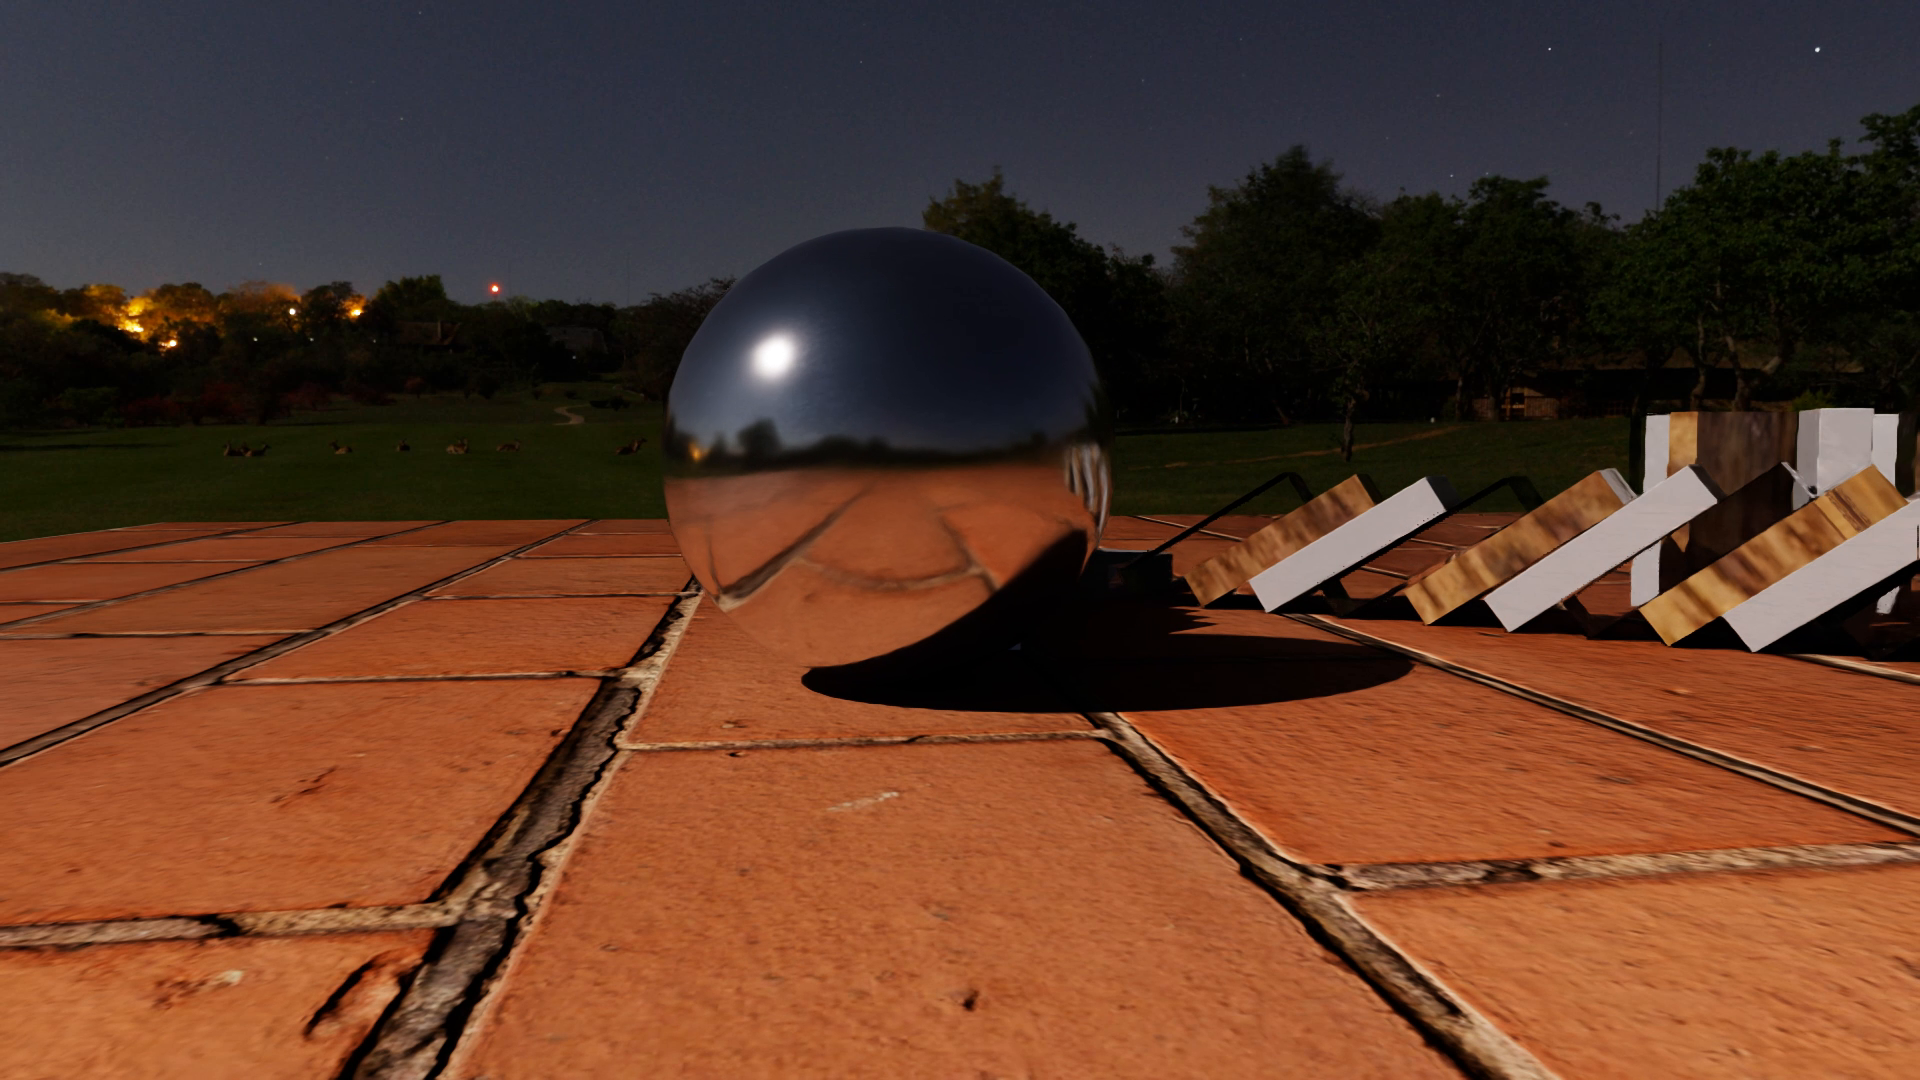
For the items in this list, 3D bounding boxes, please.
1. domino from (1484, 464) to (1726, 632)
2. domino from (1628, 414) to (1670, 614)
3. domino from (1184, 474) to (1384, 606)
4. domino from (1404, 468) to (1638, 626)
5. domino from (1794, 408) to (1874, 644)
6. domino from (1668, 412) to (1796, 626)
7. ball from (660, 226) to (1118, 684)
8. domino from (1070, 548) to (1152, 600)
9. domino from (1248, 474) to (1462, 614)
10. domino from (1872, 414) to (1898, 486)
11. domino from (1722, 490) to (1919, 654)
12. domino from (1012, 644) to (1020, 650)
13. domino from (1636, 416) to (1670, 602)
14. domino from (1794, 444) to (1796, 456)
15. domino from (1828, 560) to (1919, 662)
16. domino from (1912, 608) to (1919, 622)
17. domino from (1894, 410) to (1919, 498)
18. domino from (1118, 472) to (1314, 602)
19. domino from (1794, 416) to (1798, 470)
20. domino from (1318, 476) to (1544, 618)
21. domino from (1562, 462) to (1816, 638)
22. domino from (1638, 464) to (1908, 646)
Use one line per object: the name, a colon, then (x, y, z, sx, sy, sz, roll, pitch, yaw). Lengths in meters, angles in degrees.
domino: (0.145, 0.002, 0.288, 0.050, 0.009, 0.025, -42, -20, 30)
domino: (0.182, -0.007, 0.322, 0.025, 0.050, 0.010, 1, 4, 13)
domino: (0.085, 0.000, 0.333, 0.050, 0.009, 0.025, -33, -11, 22)
domino: (0.131, 0.002, 0.299, 0.050, 0.009, 0.025, -39, -18, 31)
domino: (0.193, -0.004, 0.284, 0.009, 0.050, 0.025, 2, 5, 24)
domino: (0.182, -0.005, 0.304, 0.025, 0.050, 0.009, -1, 4, -7)
ball: (-0.012, -0.015, 0.228, 0.080, 0.080, 0.080, 0, 4, 0)
domino: (0.043, 0.010, 0.378, 0.025, 0.010, 0.050, 3, 5, 32)
domino: (0.100, 0.001, 0.322, 0.050, 0.009, 0.025, -35, -14, 29)
domino: (0.244, -0.008, 0.339, 0.009, 0.050, 0.025, 4, 6, 42)
domino: (0.182, 0.004, 0.260, 0.050, 0.009, 0.025, -42, -20, 30)
domino: (0.001, -0.001, 0.275, 0.025, 0.050, 0.010, 0, -33, 3)
domino: (0.193, -0.008, 0.337, 0.009, 0.050, 0.025, -3, 5, -33)
domino: (0.208, -0.008, 0.343, 0.009, 0.050, 0.025, -1, 5, -19)
domino: (0.199, 0.004, 0.252, 0.050, 0.009, 0.025, -44, -17, 25)
domino: (0.212, 0.004, 0.246, 0.050, 0.010, 0.025, -44, -17, 25)
domino: (0.216, -0.003, 0.280, 0.010, 0.050, 0.025, 0, 4, 6)
domino: (0.069, -0.001, 0.341, 0.050, 0.009, 0.025, -33, -10, 20)
domino: (0.224, -0.008, 0.347, 0.010, 0.050, 0.025, 0, 4, -2)
domino: (0.114, 0.002, 0.311, 0.050, 0.009, 0.025, -36, -16, 31)
domino: (0.158, 0.002, 0.278, 0.050, 0.009, 0.025, -42, -20, 30)
domino: (0.169, 0.003, 0.268, 0.050, 0.009, 0.025, -42, -20, 30)
